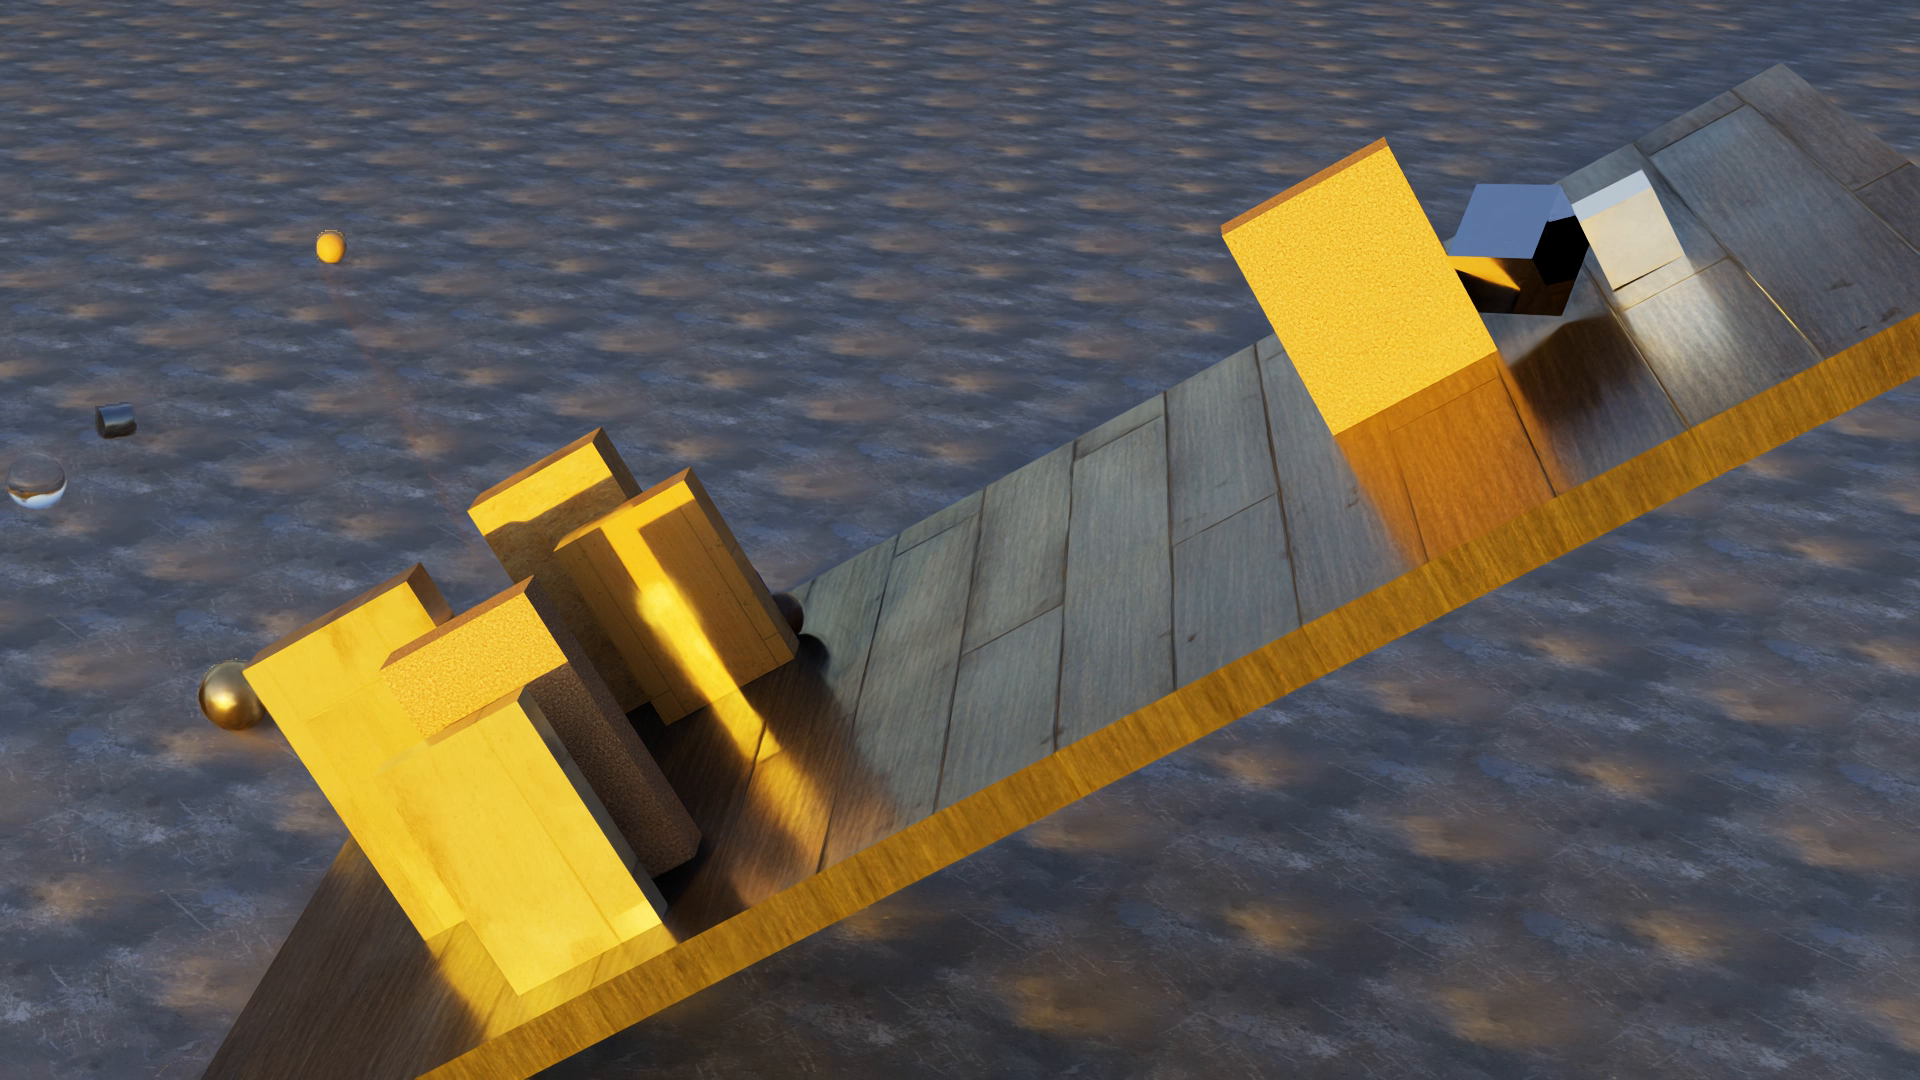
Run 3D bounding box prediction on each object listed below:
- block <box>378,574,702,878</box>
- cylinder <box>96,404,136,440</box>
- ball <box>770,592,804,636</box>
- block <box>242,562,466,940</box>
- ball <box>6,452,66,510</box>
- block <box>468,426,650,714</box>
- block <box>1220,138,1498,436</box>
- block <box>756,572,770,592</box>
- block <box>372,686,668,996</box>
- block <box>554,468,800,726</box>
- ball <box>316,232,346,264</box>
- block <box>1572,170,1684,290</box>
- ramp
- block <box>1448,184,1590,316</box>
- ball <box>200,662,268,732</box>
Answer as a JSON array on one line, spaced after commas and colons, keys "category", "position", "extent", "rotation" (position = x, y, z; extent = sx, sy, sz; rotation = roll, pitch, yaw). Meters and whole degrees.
[{"category": "block", "position": [-0.834, 0.429, 5.879], "extent": [0.342, 0.639, 0.107], "rotation": [-28, 15, 12]}, {"category": "cylinder", "position": [-3.233, -0.453, 11.261], "extent": [0.118, 0.118, 0.118], "rotation": [-11, 21, -30]}, {"category": "ball", "position": [-0.427, 0.183, 6.935], "extent": [0.120, 0.120, 0.120], "rotation": [0, 18, 0]}, {"category": "block", "position": [-1.149, 0.456, 6.285], "extent": [0.418, 0.708, 0.125], "rotation": [-28, 15, 12]}, {"category": "ball", "position": [-3.263, -0.208, 10.390], "extent": [0.205, 0.205, 0.205], "rotation": [0, 18, 0]}, {"category": "block", "position": [-0.862, 0.088, 7.116], "extent": [0.353, 0.623, 0.134], "rotation": [-28, 15, 12]}, {"category": "block", "position": [0.819, -0.519, 6.045], "extent": [0.377, 0.483, 0.100], "rotation": [-28, 15, 12]}, {"category": "block", "position": [-0.541, 0.201, 7.019], "extent": [0.162, 0.162, 0.162], "rotation": [-20, 18, 37]}, {"category": "block", "position": [-0.840, 0.579, 5.632], "extent": [0.329, 0.518, 0.080], "rotation": [-28, 15, 12]}, {"category": "block", "position": [-0.652, 0.132, 6.810], "extent": [0.351, 0.491, 0.110], "rotation": [-28, 15, 12]}, {"category": "ball", "position": [-3.006, -1.396, 14.059], "extent": [0.143, 0.143, 0.143], "rotation": [0, 18, 0]}, {"category": "block", "position": [1.359, -0.632, 5.989], "extent": [0.158, 0.158, 0.158], "rotation": [-26, 15, 14]}, {"category": "ramp", "position": [0.142, 0.168, 6.284], "extent": [4.000, 0.100, 2.000], "rotation": [-28, 15, 12]}, {"category": "block", "position": [1.139, -0.591, 5.991], "extent": [0.187, 0.187, 0.187], "rotation": [6, 60, 37]}, {"category": "ball", "position": [-2.077, 0.447, 8.428], "extent": [0.200, 0.200, 0.200], "rotation": [0, 18, 0]}]
